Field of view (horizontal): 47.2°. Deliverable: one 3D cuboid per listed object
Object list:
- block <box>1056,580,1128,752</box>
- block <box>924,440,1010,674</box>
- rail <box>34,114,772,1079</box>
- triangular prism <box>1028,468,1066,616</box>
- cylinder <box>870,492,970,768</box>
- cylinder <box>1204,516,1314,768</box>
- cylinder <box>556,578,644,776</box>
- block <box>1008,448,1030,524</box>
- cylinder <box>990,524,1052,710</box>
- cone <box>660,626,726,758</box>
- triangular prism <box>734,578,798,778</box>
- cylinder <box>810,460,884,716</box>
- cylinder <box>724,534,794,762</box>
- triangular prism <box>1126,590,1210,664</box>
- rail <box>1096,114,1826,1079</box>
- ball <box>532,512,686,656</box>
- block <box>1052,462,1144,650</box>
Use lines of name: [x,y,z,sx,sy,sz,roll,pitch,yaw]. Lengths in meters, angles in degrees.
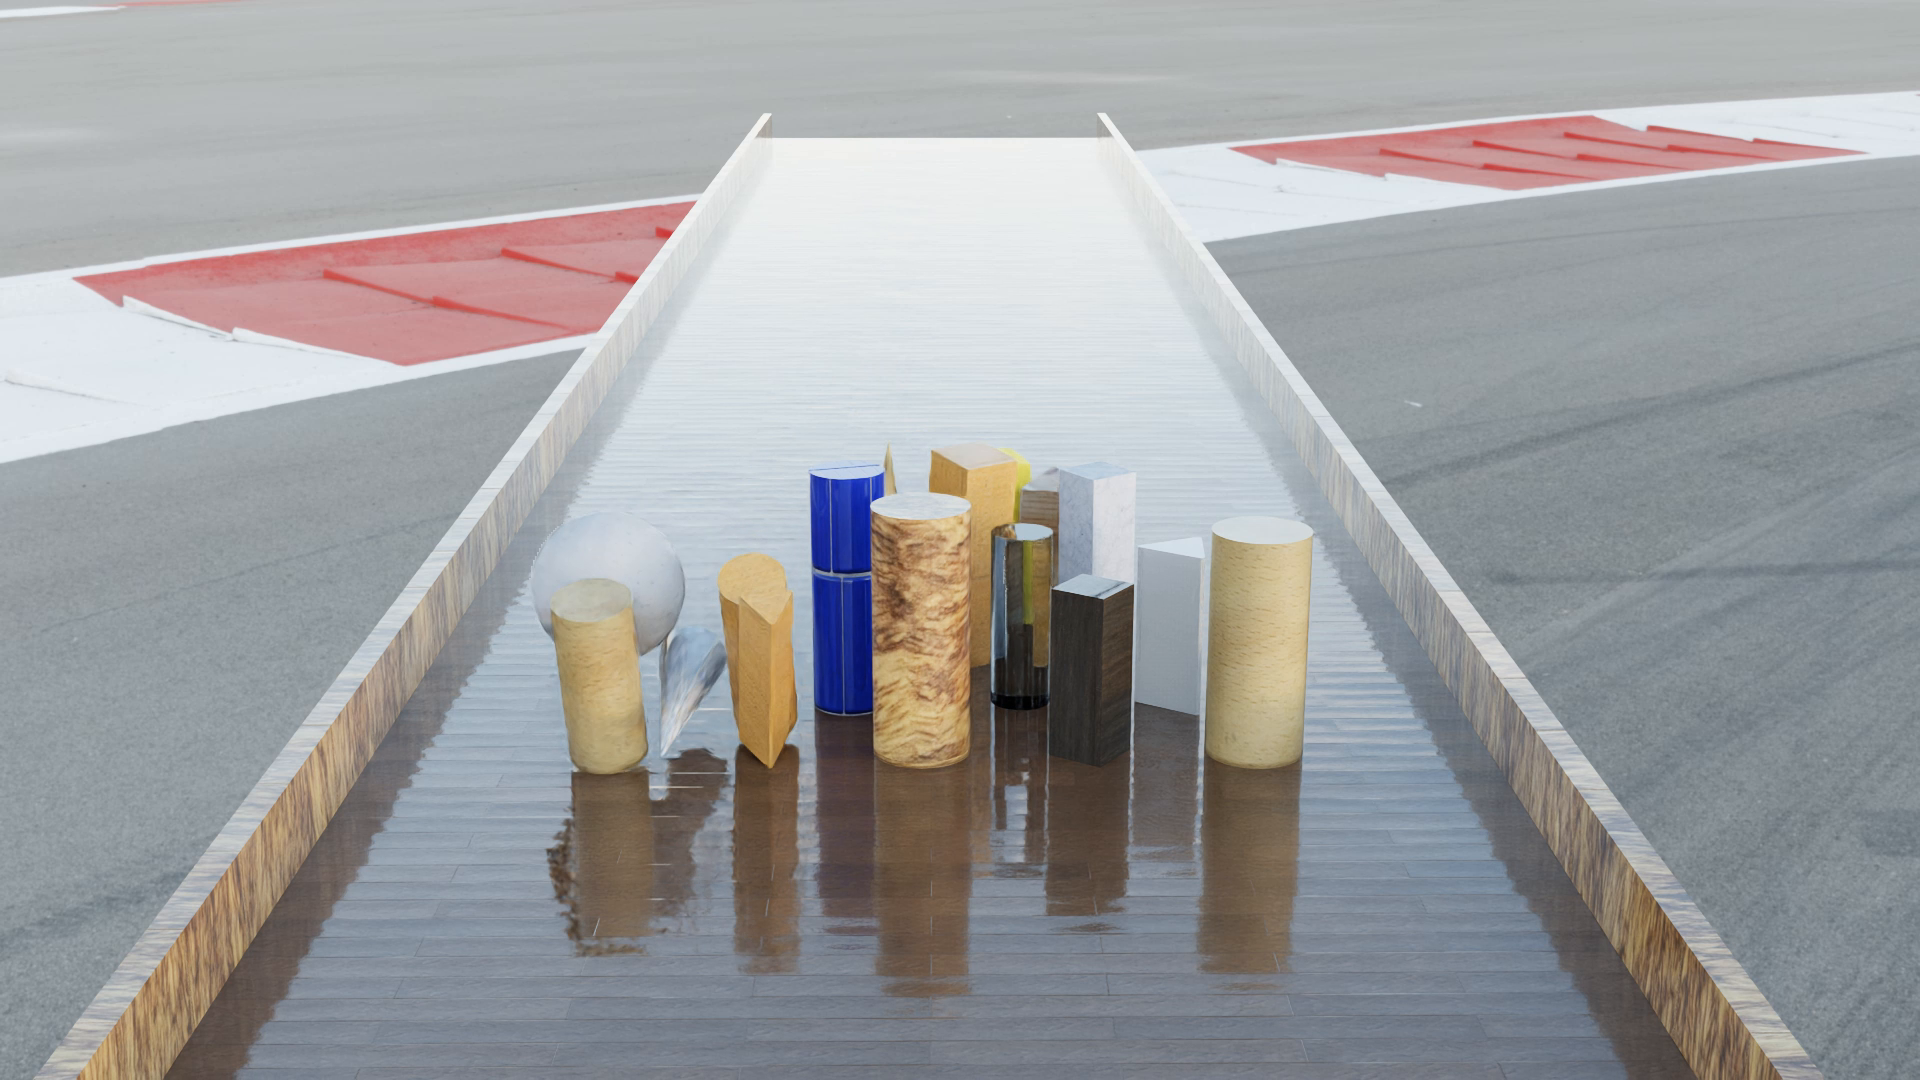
block: [0.233,0.231,3.903,0.106,0.312,0.106,-3,37,-3]
block: [0.013,0.034,4.337,0.120,0.431,0.120,11,20,33]
rail: [-1.118,-0.838,7.780,0.050,0.150,12.000,0,17,-1]
triangular prism: [0.181,0.019,4.583,0.135,0.317,0.117,-6,18,-20]
cylinder: [-0.069,0.159,3.892,0.176,0.456,0.176,0,17,0]
cylinder: [0.528,0.180,3.897,0.176,0.413,0.176,0,17,0]
cylinder: [-0.626,0.238,3.826,0.139,0.318,0.139,2,27,-1]
block: [0.057,-0.014,4.687,0.147,0.334,0.147,-5,17,-15]
cylinder: [0.116,0.145,4.154,0.115,0.334,0.115,0,17,0]
cone: [-0.494,0.289,3.855,0.124,0.124,0.450,0,19,0]
triangular prism: [-0.321,0.232,3.793,0.076,0.362,0.088,-20,36,-29]
cylinder: [-0.208,0.090,4.120,0.139,0.458,0.139,0,17,0]
cylinder: [-0.355,0.194,3.885,0.117,0.391,0.117,3,22,-1]
triangular prism: [0.422,0.145,4.142,0.138,0.119,0.308,44,20,27]
rail: [0.932,-0.844,7.801,0.050,0.150,12.000,0,17,-1]
ball: [-0.635,0.086,3.976,0.275,0.275,0.275,0,17,0]
block: [0.272,0.048,4.389,0.107,0.386,0.107,-12,28,-34]
